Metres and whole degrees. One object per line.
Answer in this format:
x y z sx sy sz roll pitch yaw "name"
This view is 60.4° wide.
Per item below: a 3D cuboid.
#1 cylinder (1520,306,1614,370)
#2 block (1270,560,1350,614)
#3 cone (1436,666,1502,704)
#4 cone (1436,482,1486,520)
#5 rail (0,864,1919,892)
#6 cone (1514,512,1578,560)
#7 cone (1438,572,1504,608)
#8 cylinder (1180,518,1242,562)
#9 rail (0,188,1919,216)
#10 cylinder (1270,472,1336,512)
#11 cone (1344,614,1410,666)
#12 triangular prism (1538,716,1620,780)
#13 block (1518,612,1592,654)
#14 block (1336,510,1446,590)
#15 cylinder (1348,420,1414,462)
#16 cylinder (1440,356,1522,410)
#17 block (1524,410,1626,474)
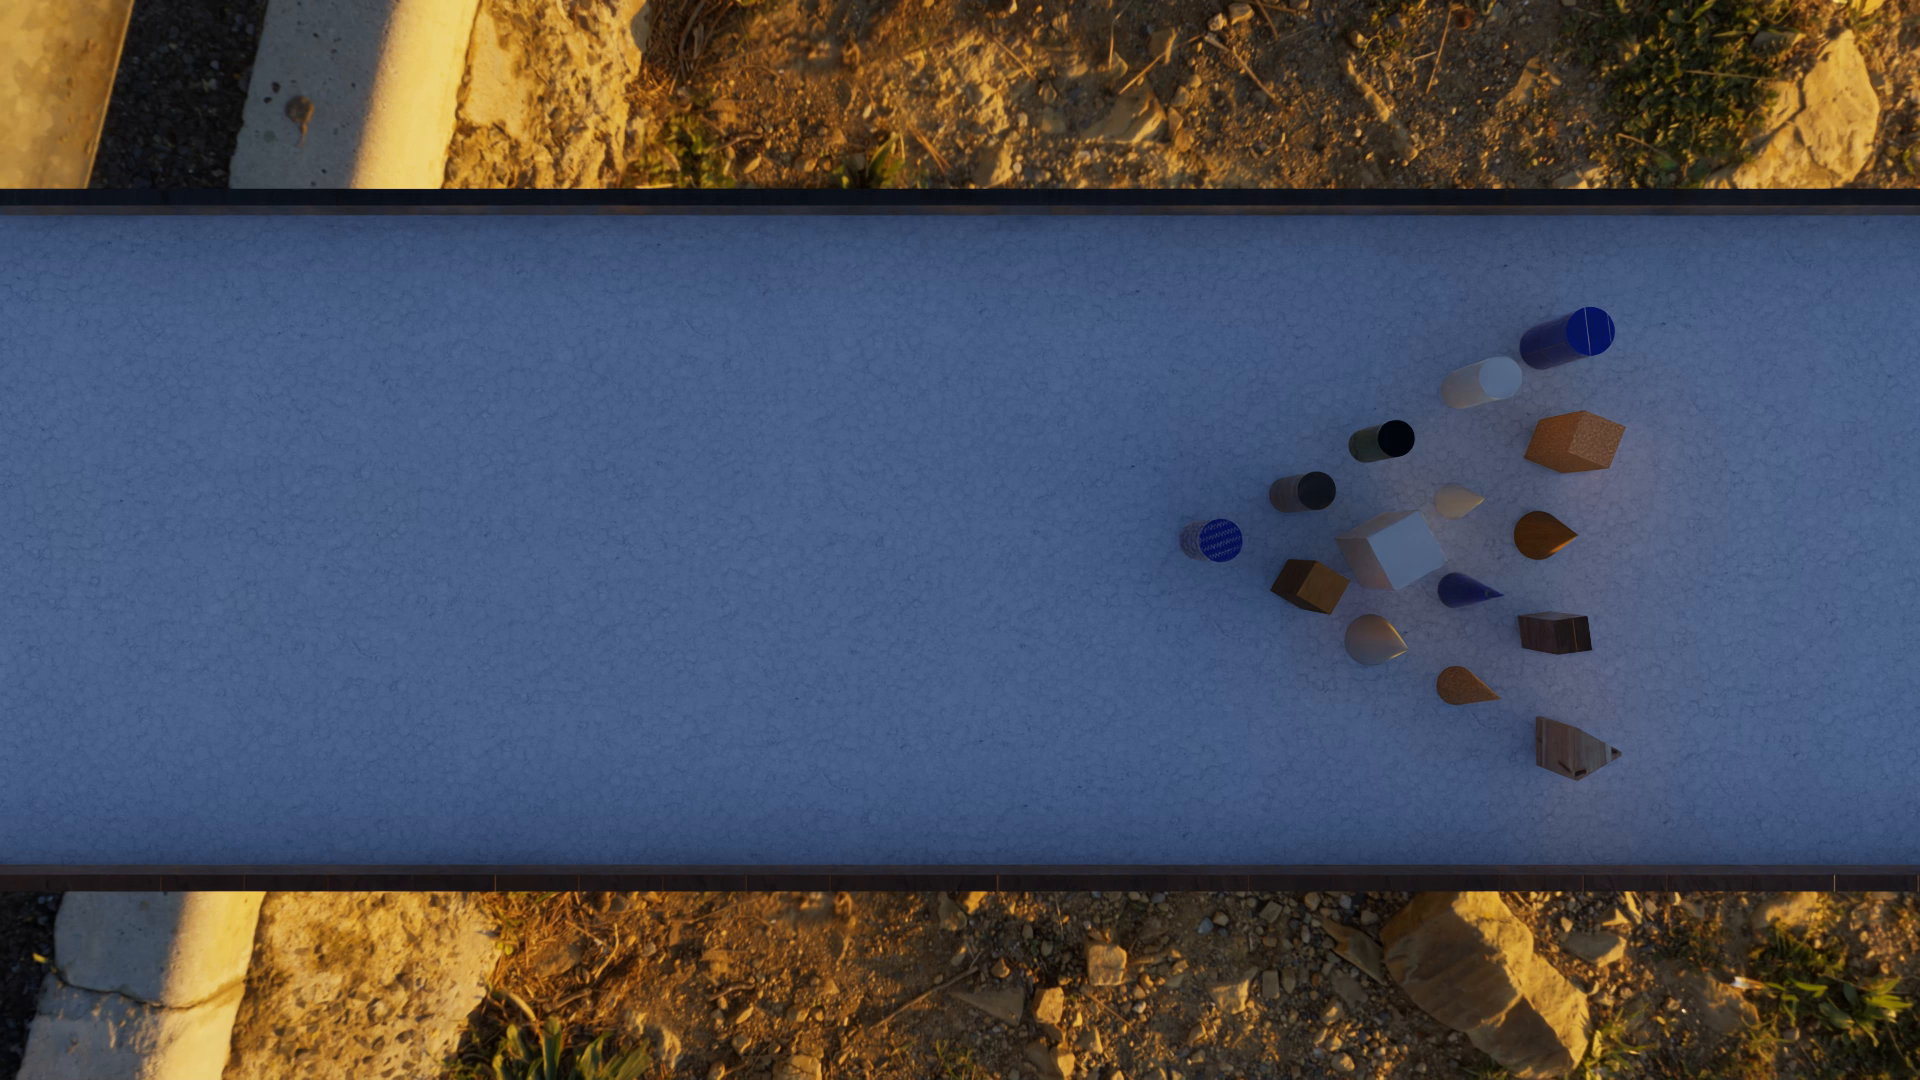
1.791 -0.593 4.881 0.139 0.391 0.139 0 90 0 "cylinder"
1.031 0.136 4.876 0.112 0.401 0.112 31 90 0 "block"
1.527 0.448 4.860 0.121 0.432 0.121 0 90 0 "cone"
1.519 -0.120 4.917 0.113 0.319 0.113 0 90 0 "cone"
-2.247 1.025 5.001 12.000 0.150 0.050 0 90 0 "rail"
1.780 -0.014 4.911 0.150 0.330 0.150 0 90 0 "cone"
1.527 0.155 4.849 0.113 0.456 0.113 0 90 0 "cone"
0.737 0.002 4.868 0.123 0.418 0.123 0 90 0 "cylinder"
-2.247 -1.025 5.002 12.000 0.150 0.050 0 90 0 "rail"
1.006 -0.139 4.864 0.109 0.424 0.109 0 90 0 "cylinder"
1.264 0.308 4.857 0.160 0.438 0.160 0 90 0 "cone"
1.810 0.599 4.917 0.153 0.318 0.132 -31 90 0 "triangular prism"
1.773 0.276 4.924 0.100 0.304 0.100 -8 90 0 "block"
1.268 0.029 4.878 0.170 0.397 0.170 -28 90 0 "block"
1.249 -0.291 4.900 0.107 0.354 0.107 0 90 0 "cylinder"
1.539 -0.464 4.888 0.123 0.378 0.123 0 90 0 "cylinder"
1.818 -0.288 4.893 0.128 0.368 0.128 22 90 0 "block"
